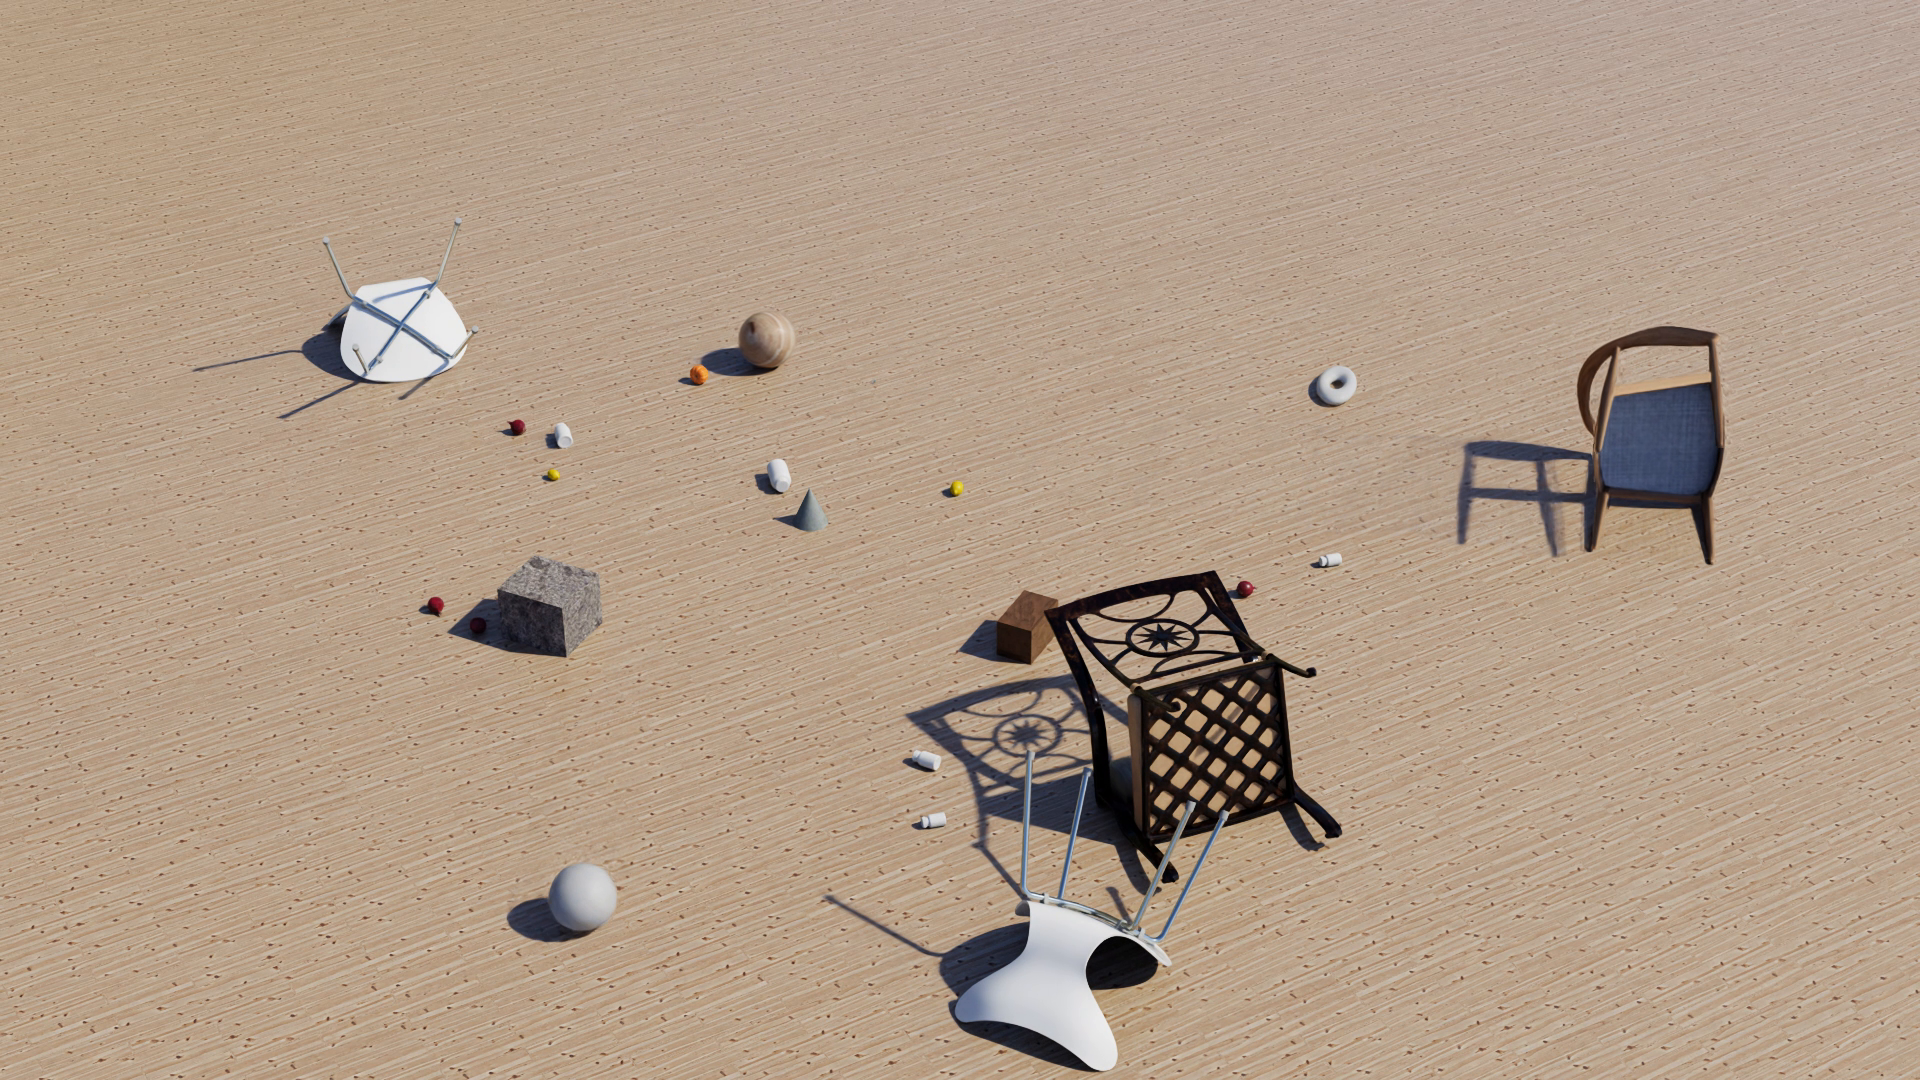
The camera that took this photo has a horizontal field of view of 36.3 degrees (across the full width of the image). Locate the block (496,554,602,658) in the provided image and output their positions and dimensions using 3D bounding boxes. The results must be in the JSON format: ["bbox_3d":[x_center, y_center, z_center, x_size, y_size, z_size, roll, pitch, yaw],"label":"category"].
[{"bbox_3d":[-1.453,0.233,10.398,0.270,0.212,0.241,15,36,22],"label":"block"}]

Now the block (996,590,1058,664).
[{"bbox_3d":[0.239,0.308,10.347,0.135,0.143,0.218,16,36,22],"label":"block"}]

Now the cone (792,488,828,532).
[{"bbox_3d":[-0.563,-0.133,11.006,0.134,0.154,0.135,-26,41,-34],"label":"cone"}]

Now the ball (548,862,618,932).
[{"bbox_3d":[-1.167,1.105,9.076,0.210,0.210,0.210,0,33,0],"label":"ball"}]

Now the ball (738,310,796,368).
[{"bbox_3d":[-0.790,-0.819,11.974,0.234,0.234,0.234,0,33,0],"label":"ball"}]

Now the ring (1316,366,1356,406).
[{"bbox_3d":[1.522,-0.625,11.848,0.161,0.050,0.283,6,34,11],"label":"ring"}]

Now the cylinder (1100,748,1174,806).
[{"bbox_3d":[0.583,0.781,9.649,0.180,0.122,0.186,-15,35,-22],"label":"cylinder"}]
